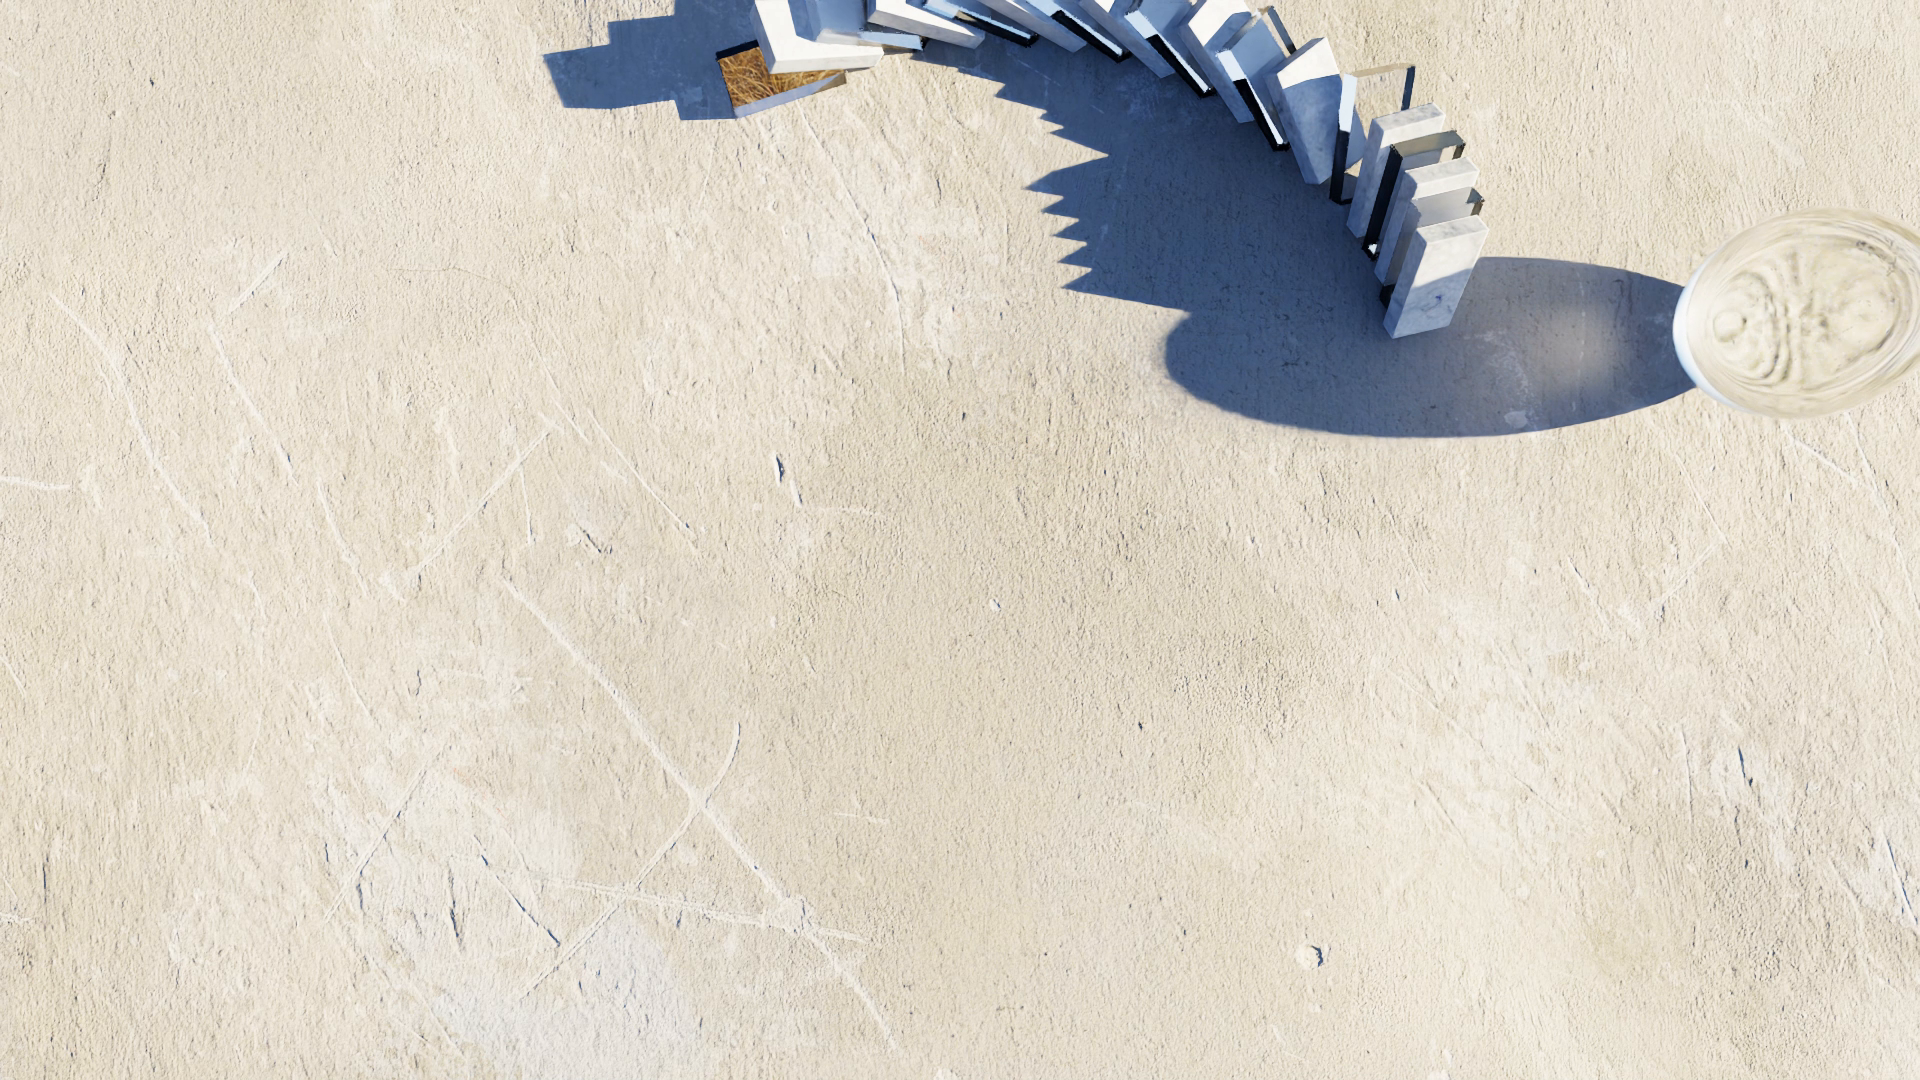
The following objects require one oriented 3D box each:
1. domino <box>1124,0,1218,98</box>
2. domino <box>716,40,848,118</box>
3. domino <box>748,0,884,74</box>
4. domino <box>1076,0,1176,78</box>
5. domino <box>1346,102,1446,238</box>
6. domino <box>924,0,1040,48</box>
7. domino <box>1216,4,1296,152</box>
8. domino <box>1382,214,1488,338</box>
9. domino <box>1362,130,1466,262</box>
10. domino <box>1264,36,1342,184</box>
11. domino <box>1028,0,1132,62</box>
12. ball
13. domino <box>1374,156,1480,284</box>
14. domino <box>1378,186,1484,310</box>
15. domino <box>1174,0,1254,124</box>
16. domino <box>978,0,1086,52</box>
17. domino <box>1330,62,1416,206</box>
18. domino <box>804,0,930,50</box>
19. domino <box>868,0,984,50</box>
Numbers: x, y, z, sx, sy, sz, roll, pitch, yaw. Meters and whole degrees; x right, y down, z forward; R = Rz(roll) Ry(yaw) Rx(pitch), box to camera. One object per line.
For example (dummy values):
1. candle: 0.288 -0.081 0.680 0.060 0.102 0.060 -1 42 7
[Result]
1. domino: 0.095 -0.213 0.384 0.050 0.009 0.025 30 90 -29
2. domino: -0.077 -0.204 0.395 0.050 0.010 0.025 -18 90 0
3. domino: -0.059 -0.210 0.382 0.050 0.010 0.025 -21 91 -29
4. domino: 0.075 -0.221 0.384 0.050 0.009 0.025 25 90 -29
5. domino: 0.178 -0.151 0.377 0.025 0.050 0.010 -15 56 0
6. domino: 0.011 -0.230 0.385 0.050 0.010 0.025 7 90 -26
7. domino: 0.131 -0.192 0.384 0.025 0.010 0.050 -47 119 0
8. domino: 0.194 -0.107 0.377 0.025 0.050 0.010 -13 56 0
9. domino: 0.185 -0.140 0.377 0.025 0.050 0.009 -13 56 0
10. domino: 0.149 -0.179 0.384 0.025 0.009 0.050 -37 118 0
11. domino: 0.054 -0.226 0.384 0.050 0.009 0.025 18 90 -28
12. ball: 0.330 -0.088 0.360 0.080 0.080 0.080 0 90 0
13. domino: 0.191 -0.130 0.377 0.025 0.050 0.009 -13 56 0
14. domino: 0.193 -0.118 0.377 0.025 0.050 0.010 -13 56 0
15. domino: 0.115 -0.204 0.384 0.050 0.010 0.025 40 90 -29
16. domino: 0.033 -0.229 0.384 0.050 0.010 0.025 12 90 -28
17. domino: 0.170 -0.168 0.380 0.025 0.010 0.050 -13 128 -5
18. domino: -0.039 -0.221 0.383 0.050 0.010 0.025 -13 88 -29
19. domino: -0.014 -0.226 0.384 0.050 0.009 0.025 -1 90 -27
